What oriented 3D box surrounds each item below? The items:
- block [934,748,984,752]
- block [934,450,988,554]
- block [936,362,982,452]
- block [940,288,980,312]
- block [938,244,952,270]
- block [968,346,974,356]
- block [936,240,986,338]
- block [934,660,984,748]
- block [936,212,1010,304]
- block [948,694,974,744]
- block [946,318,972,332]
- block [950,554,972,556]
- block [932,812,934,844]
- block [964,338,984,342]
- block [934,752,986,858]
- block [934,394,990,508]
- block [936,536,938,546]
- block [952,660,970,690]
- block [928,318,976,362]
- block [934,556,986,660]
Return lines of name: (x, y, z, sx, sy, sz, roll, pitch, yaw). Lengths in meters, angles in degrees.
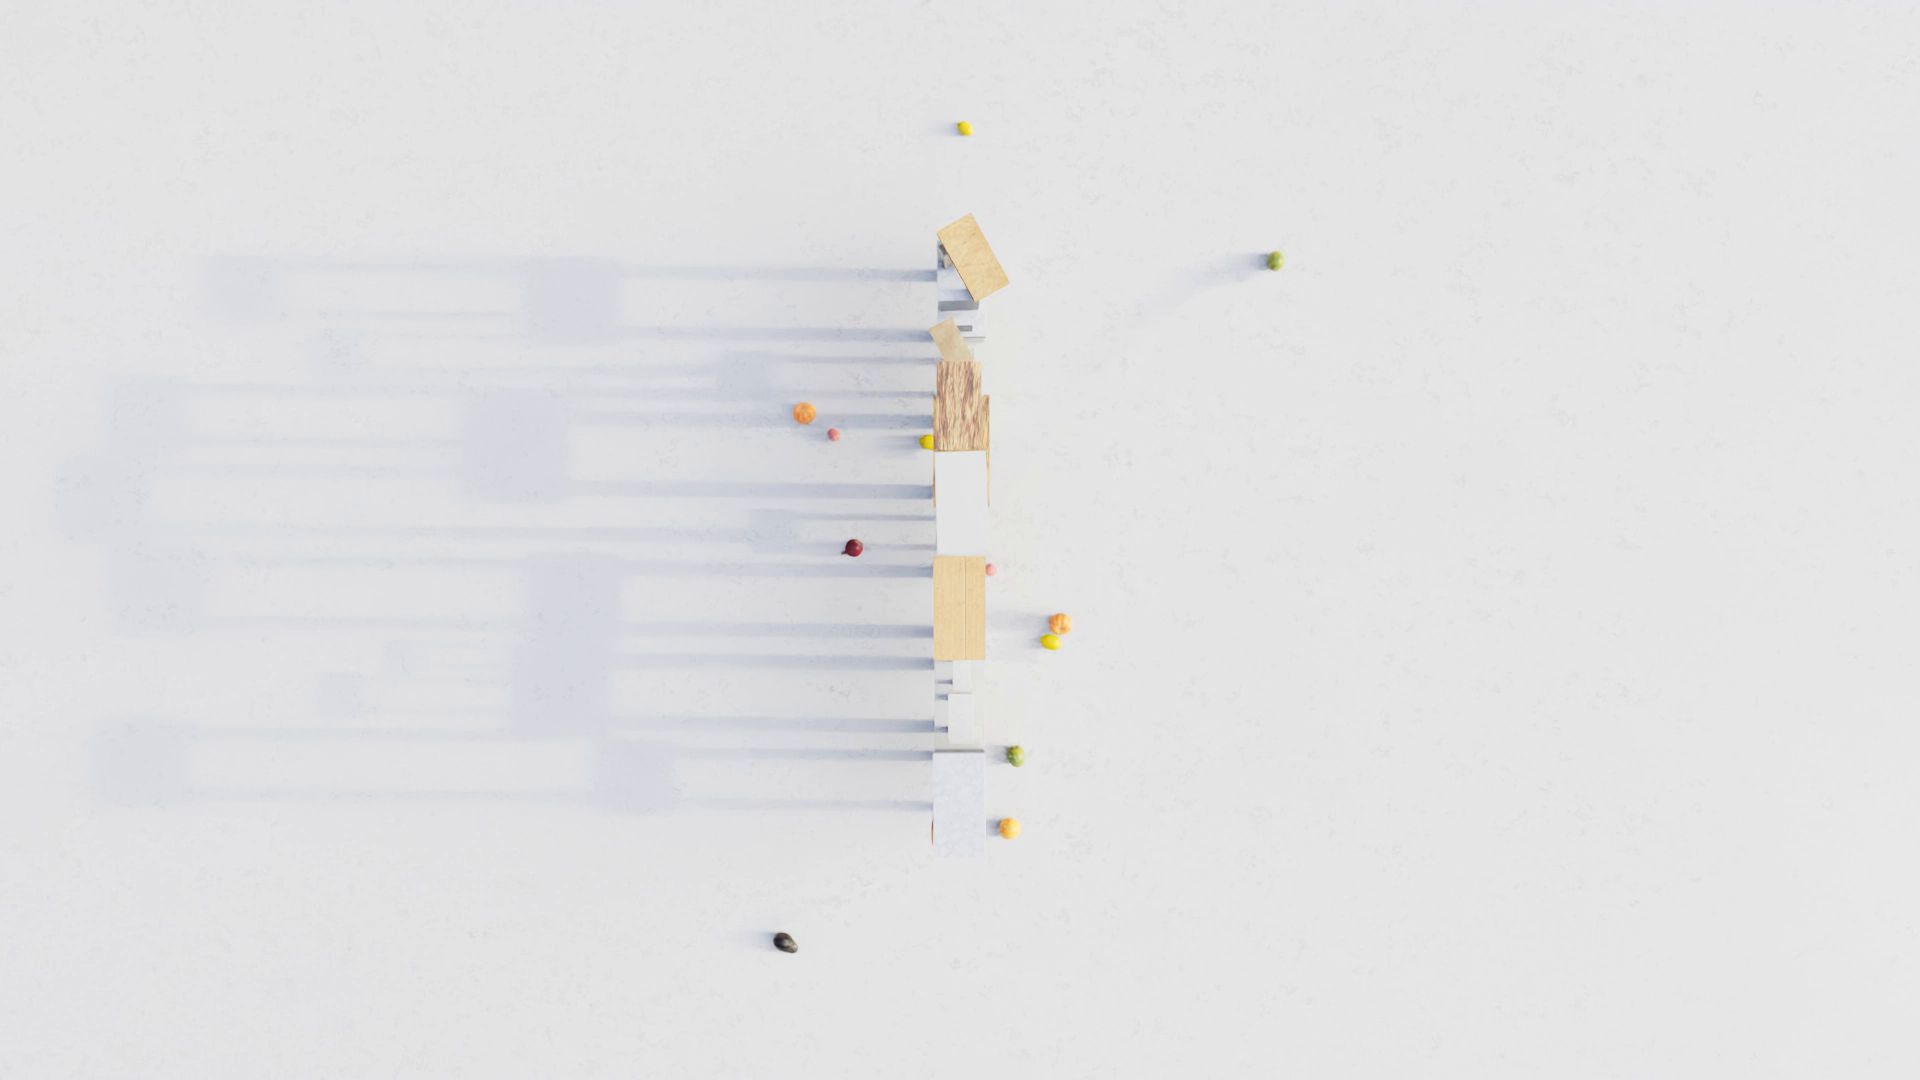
block: (-0.002, 0.673, 4.992, 0.152, 0.304, 0.043, 0, 90, 0)
block: (0.005, -0.108, 4.785, 0.148, 0.042, 0.296, -2, 90, 0)
block: (-0.003, -0.390, 4.822, 0.131, 0.037, 0.261, 0, 90, 0)
block: (-0.001, -0.733, 5.036, 0.118, 0.237, 0.034, -2, 90, 0)
block: (-0.005, -0.891, 5.036, 0.118, 0.237, 0.034, -31, 90, 0)
block: (0.004, -0.539, 5.319, 0.085, 0.024, 0.169, 0, 90, 0)
block: (0.005, -0.786, 5.176, 0.151, 0.043, 0.302, -1, 90, 0)
block: (-0.002, 0.518, 5.167, 0.156, 0.044, 0.311, 0, 90, 0)
block: (0.039, -0.839, 4.901, 0.118, 0.034, 0.237, -29, 90, 0)
block: (0.002, 0.540, 4.983, 0.076, 0.021, 0.151, 0, 90, 0)
block: (-0.001, -0.662, 5.075, 0.080, 0.159, 0.023, -1, 91, 0)
block: (0.002, -0.023, 5.343, 0.073, 0.021, 0.147, 0, 90, 0)
block: (-0.008, 0.872, 5.026, 0.152, 0.371, 0.043, -1, 90, 0)
block: (0.004, -0.681, 5.349, 0.151, 0.302, 0.043, 0, 89, 0)
block: (-0.002, 0.773, 4.819, 0.152, 0.043, 0.304, 0, 90, 0)
block: (0.004, -0.275, 5.127, 0.174, 0.049, 0.348, 0, 90, 0)
block: (0.004, -0.006, 5.069, 0.148, 0.526, 0.042, 0, 90, 0)
block: (0.004, 0.408, 5.033, 0.052, 0.015, 0.104, 0, 90, 0)
block: (-0.023, -0.584, 4.984, 0.080, 0.023, 0.159, -28, 90, 0)
block: (-0.002, 0.200, 4.832, 0.151, 0.043, 0.302, 0, 90, 0)
